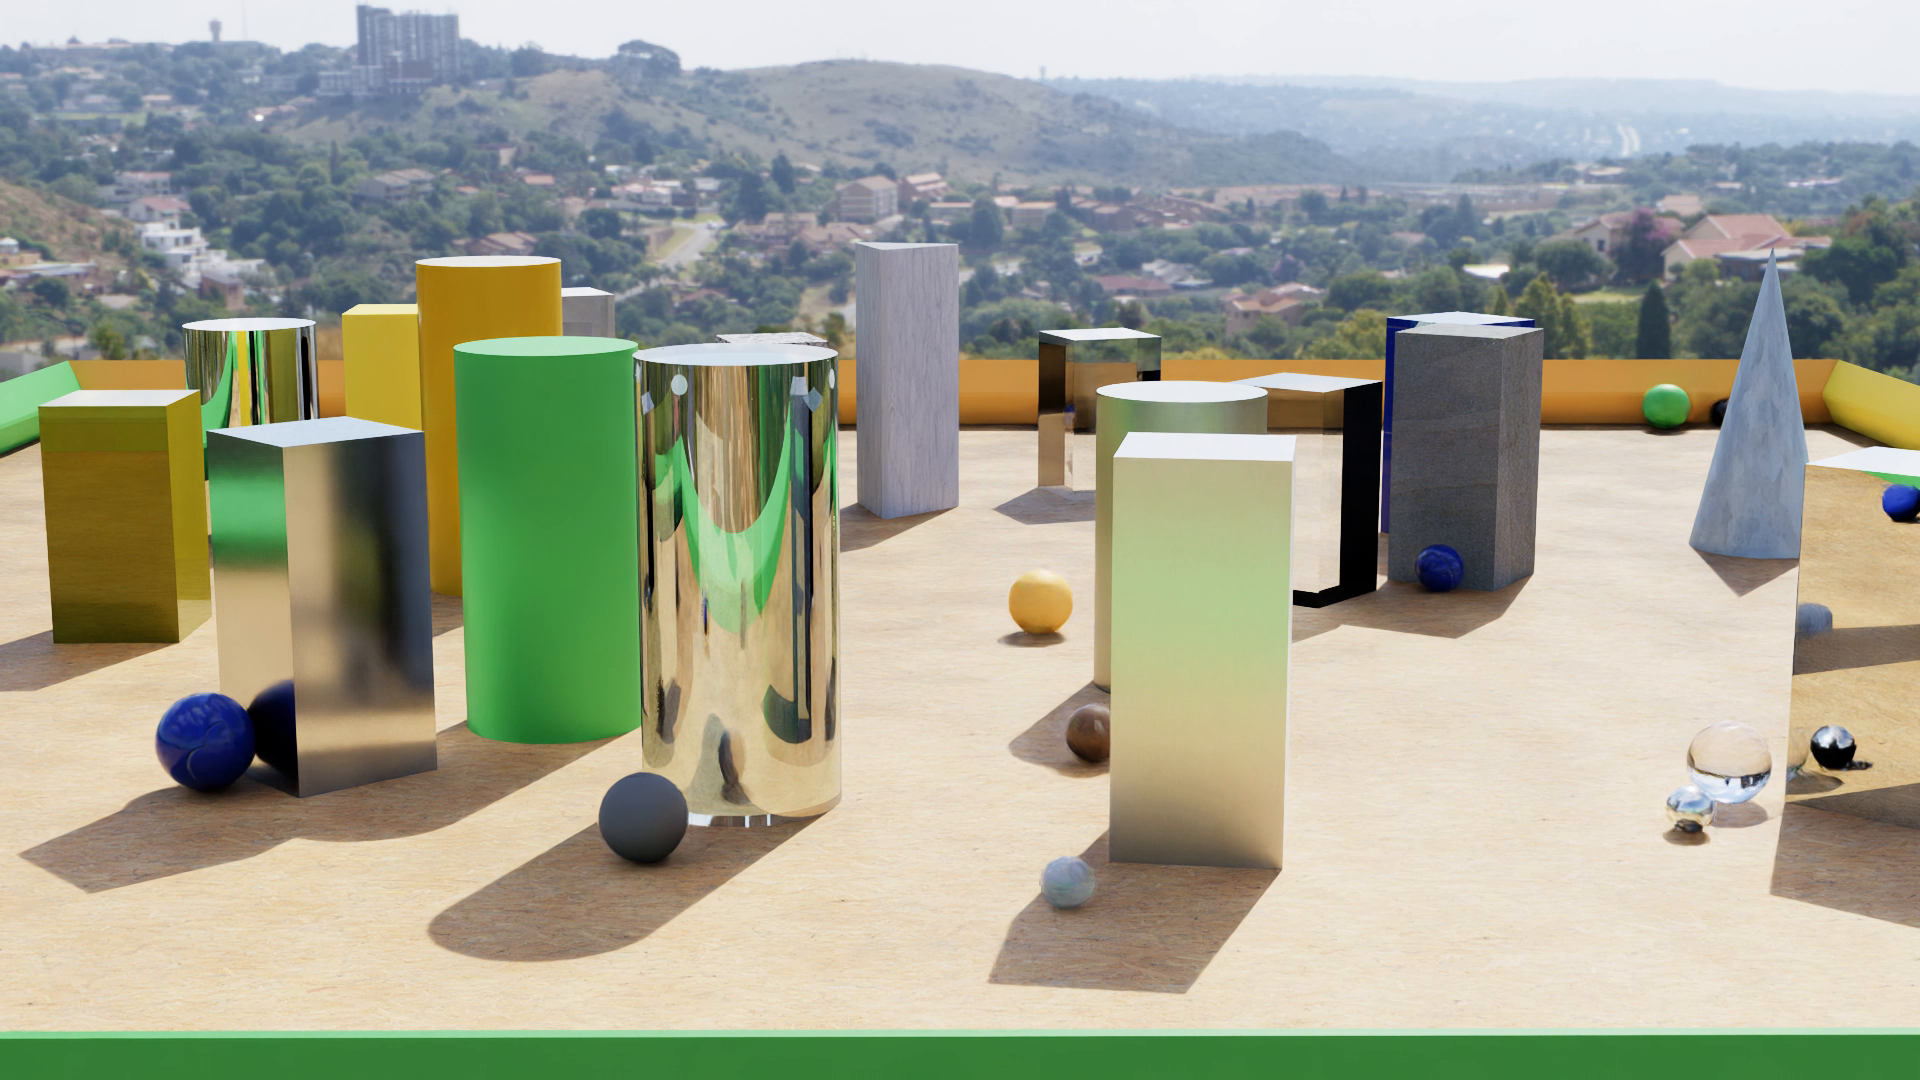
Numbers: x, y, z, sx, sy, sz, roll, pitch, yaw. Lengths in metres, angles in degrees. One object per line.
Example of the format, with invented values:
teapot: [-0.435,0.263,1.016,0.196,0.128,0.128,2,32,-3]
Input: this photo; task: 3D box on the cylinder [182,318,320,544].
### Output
cylinder: [-1.102,-0.172,4.010,0.200,0.332,0.200,0,10,0]

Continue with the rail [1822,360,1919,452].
rail: [1.796,0.032,3.459,0.045,0.130,3.725,0,10,0]

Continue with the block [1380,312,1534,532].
block: [0.778,-0.177,4.016,0.160,0.340,0.160,-8,13,-35]

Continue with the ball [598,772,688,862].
ball: [-0.293,0.257,2.377,0.083,0.083,0.083,0,10,0]

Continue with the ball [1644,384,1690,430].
ball: [1.433,-0.271,5.204,0.092,0.092,0.092,0,10,0]

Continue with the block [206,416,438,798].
block: [-0.661,0.064,2.662,0.160,0.358,0.160,-10,14,-42]

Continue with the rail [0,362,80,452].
rail: [-1.796,0.035,3.438,0.045,0.130,3.725,0,10,0]

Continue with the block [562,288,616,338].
block: [-0.713,-0.276,4.577,0.160,0.331,0.160,-5,11,-23]

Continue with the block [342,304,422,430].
block: [-0.838,-0.168,3.899,0.160,0.365,0.160,-1,11,-4]

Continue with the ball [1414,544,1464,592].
ball: [0.672,0.039,3.600,0.067,0.067,0.067,0,10,0]

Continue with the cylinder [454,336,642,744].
cylinder: [-0.454,-0.005,2.851,0.200,0.424,0.200,0,10,0]

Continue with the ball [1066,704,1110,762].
ball: [0.142,0.205,2.717,0.061,0.061,0.061,0,10,0]

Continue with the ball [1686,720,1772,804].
ball: [0.768,0.222,2.562,0.083,0.083,0.083,0,10,0]

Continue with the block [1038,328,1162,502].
block: [0.239,-0.219,4.425,0.160,0.274,0.160,-4,11,-20]

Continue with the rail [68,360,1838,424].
rail: [-0.011,-0.301,5.257,3.639,0.130,0.045,0,10,0]

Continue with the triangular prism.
triangular prism: [-0.117,-0.270,4.251,0.150,0.437,0.173,10,14,43]

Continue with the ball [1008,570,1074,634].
ball: [0.104,0.080,3.326,0.085,0.085,0.085,0,10,0]

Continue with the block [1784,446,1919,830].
block: [0.939,0.094,2.543,0.160,0.343,0.160,10,14,42]

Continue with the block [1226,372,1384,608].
block: [0.474,-0.073,3.570,0.160,0.296,0.160,8,13,38]

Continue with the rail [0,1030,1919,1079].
rail: [0.011,0.368,1.641,3.639,0.130,0.045,0,10,0]

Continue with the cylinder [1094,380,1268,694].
cylinder: [0.260,-0.002,3.035,0.200,0.351,0.200,0,10,0]

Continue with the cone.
cone: [1.222,-0.217,3.897,0.200,0.462,0.200,0,10,0]

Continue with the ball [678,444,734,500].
ball: [-0.430,-0.115,4.350,0.096,0.096,0.096,0,10,0]

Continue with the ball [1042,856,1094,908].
ball: [0.094,0.299,2.245,0.046,0.046,0.046,0,10,0]

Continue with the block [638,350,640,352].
block: [-0.564,-0.181,4.276,0.160,0.253,0.160,8,13,35]

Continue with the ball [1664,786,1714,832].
ball: [0.702,0.259,2.468,0.046,0.046,0.046,0,10,0]

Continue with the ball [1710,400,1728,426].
ball: [1.562,-0.259,5.241,0.055,0.055,0.055,0,10,0]

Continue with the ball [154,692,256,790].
ball: [-0.767,0.205,2.610,0.100,0.100,0.100,0,10,0]

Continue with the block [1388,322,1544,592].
block: [0.724,-0.122,3.674,0.160,0.356,0.160,7,12,32]

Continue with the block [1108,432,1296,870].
block: [0.229,0.100,2.409,0.160,0.380,0.160,2,11,8]

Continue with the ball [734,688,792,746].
ball: [-0.214,0.192,2.785,0.062,0.062,0.062,0,10,0]

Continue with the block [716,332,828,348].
block: [-0.324,-0.215,4.423,0.160,0.266,0.160,-3,11,-18]

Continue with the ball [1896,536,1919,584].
ball: [1.369,0.028,3.653,0.068,0.068,0.068,0,10,0]

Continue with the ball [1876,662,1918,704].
ball: [1.084,0.165,2.968,0.047,0.047,0.047,0,10,0]

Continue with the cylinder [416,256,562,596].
cylinder: [-0.657,-0.163,3.616,0.200,0.458,0.200,0,10,0]

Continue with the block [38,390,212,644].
block: [-1.080,-0.033,3.329,0.160,0.305,0.160,0,10,-1]

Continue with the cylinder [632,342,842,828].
cylinder: [-0.219,0.039,2.543,0.200,0.449,0.200,0,10,0]
